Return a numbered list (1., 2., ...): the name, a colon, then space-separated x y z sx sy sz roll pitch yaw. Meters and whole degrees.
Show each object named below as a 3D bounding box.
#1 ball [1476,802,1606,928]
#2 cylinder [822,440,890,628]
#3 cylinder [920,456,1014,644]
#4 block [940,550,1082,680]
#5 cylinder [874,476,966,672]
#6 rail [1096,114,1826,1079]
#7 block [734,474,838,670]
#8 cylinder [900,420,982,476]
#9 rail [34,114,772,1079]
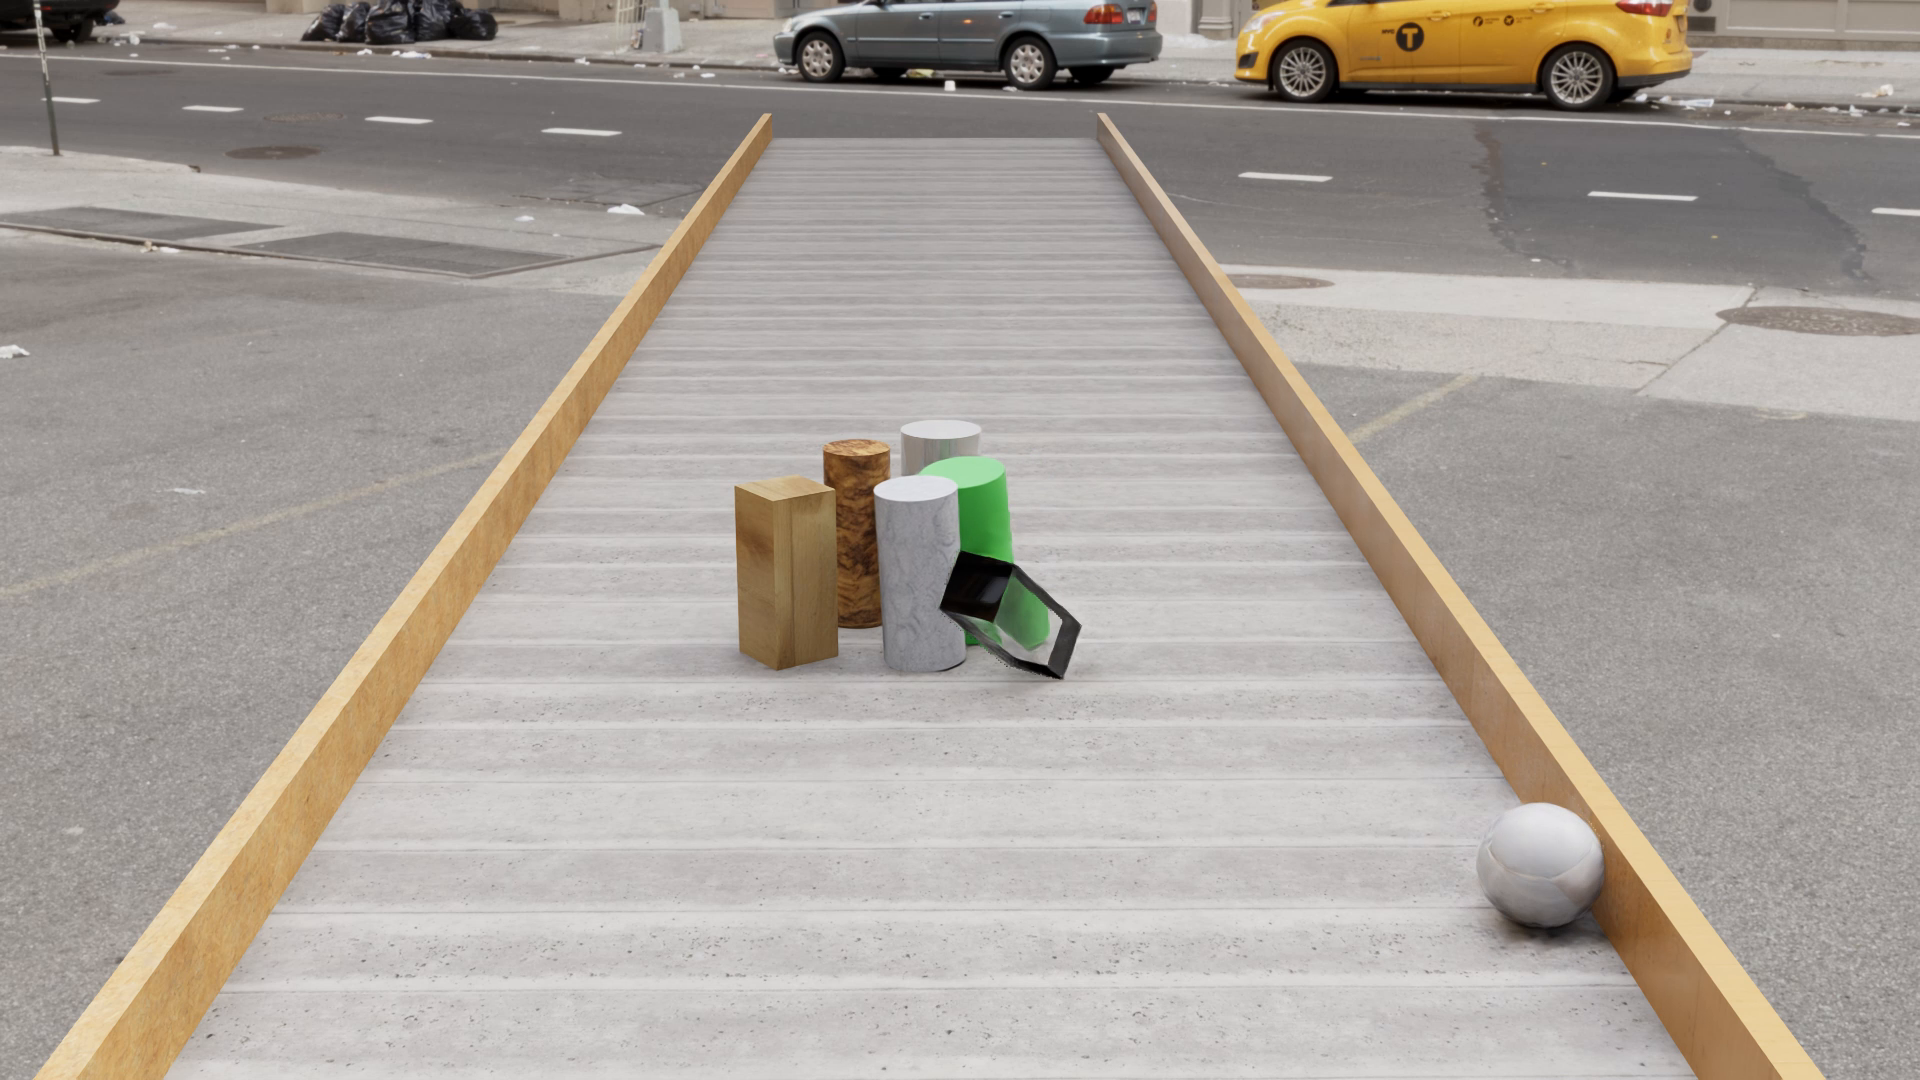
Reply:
1. ball: 0.864 0.484 3.274 0.185 0.185 0.185 0 17 0
2. cylinder: -0.215 -0.013 4.614 0.140 0.374 0.140 0 17 0
3. cylinder: 0.021 0.021 4.512 0.174 0.346 0.174 -5 23 2
4. block: 0.101 0.147 4.192 0.117 0.117 0.359 13 -14 28
5. cylinder: -0.079 0.066 4.363 0.165 0.356 0.165 -3 19 1
6. rail: 0.932 -0.844 7.801 0.050 0.150 12.000 0 17 -1
7. block: -0.347 0.063 4.403 0.145 0.349 0.145 -12 20 -34
8. cylinder: -0.042 -0.080 4.894 0.179 0.343 0.179 0 17 0
9. rail: -1.118 -0.838 7.780 0.050 0.150 12.000 0 17 -1
